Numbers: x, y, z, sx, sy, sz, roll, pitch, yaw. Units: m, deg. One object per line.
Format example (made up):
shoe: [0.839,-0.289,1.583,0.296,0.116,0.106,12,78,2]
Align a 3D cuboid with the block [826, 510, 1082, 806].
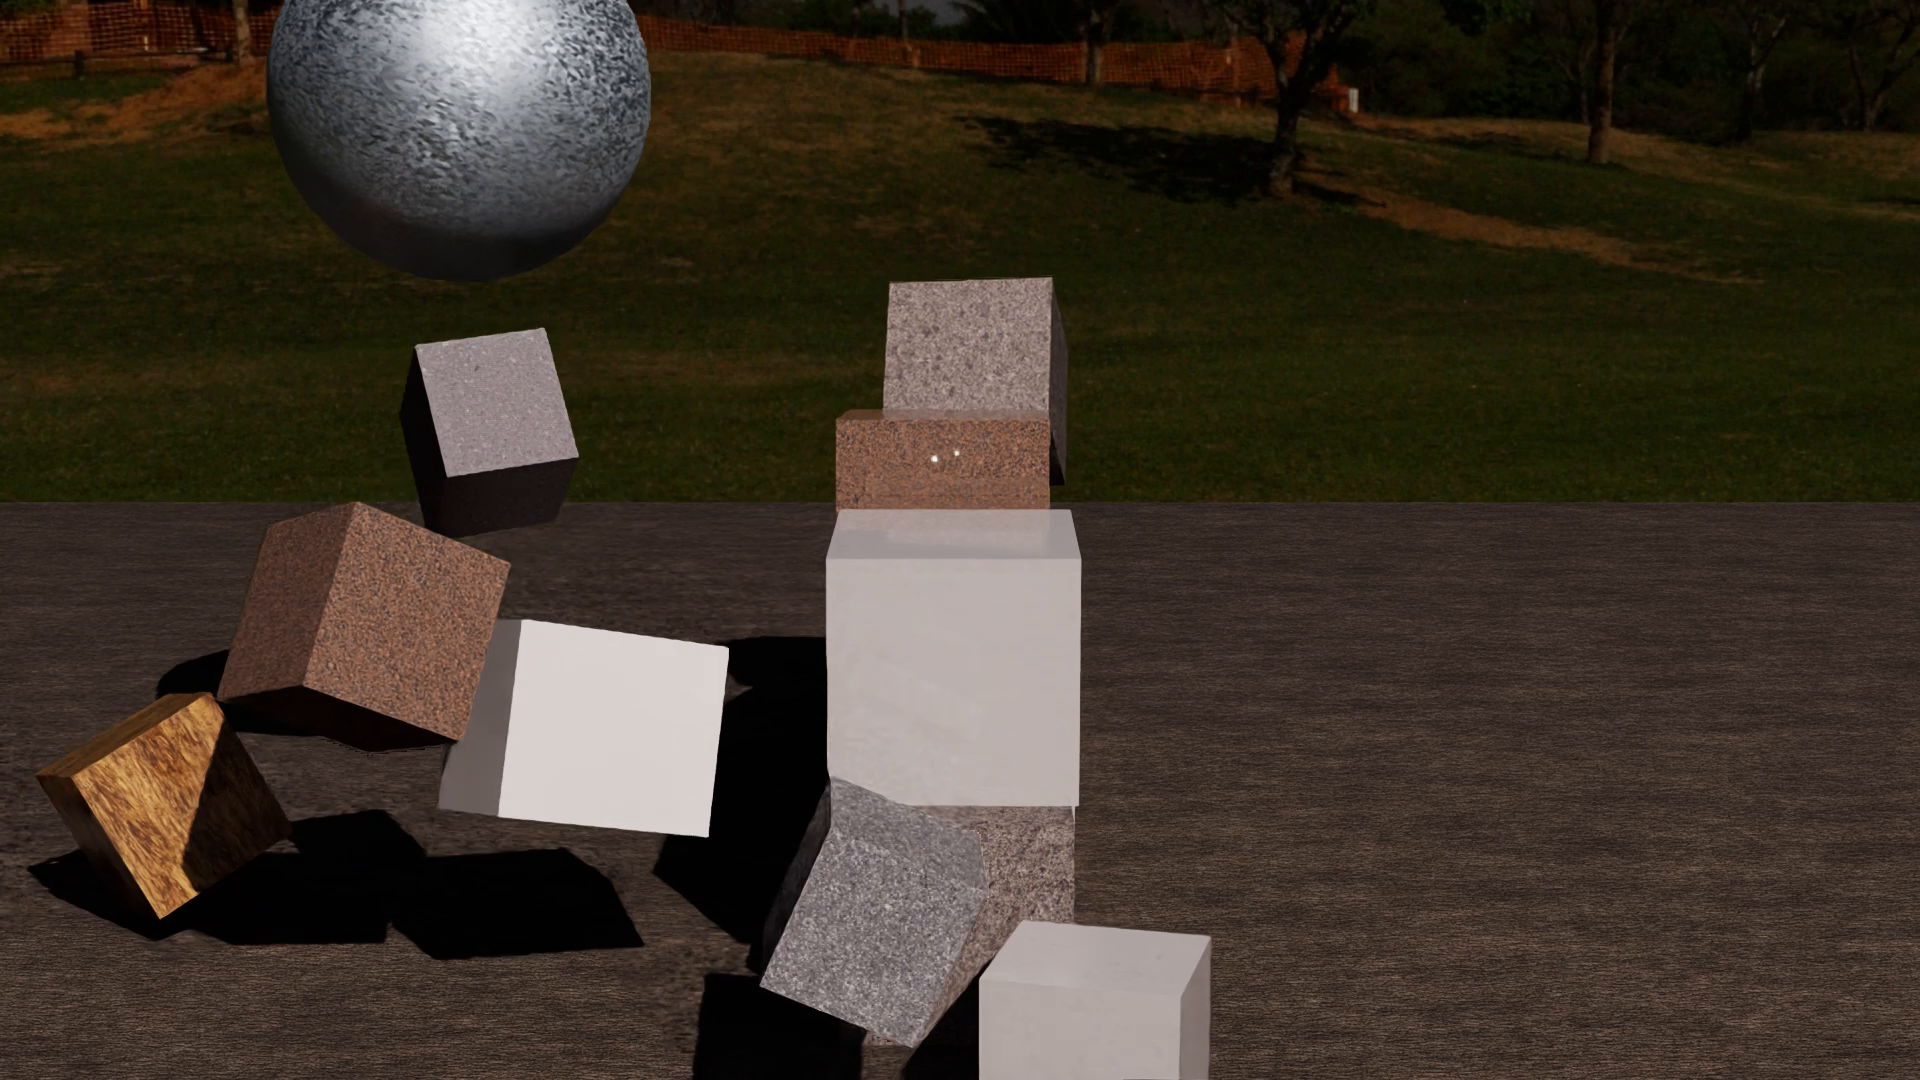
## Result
block: [-0.021,0.431,9.920,0.929,0.933,1.031,0,11,0]

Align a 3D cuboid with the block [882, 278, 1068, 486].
block: [0.096,-0.799,13.262,0.834,0.787,0.815,-1,-23,8]

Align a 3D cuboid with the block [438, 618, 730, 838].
block: [-1.439,0.718,9.788,0.833,0.720,0.679,10,-7,-29]

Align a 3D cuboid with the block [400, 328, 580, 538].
block: [-1.709,-0.375,9.261,0.468,0.514,0.585,-10,-19,-22]

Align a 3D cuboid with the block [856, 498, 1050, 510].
block: [-0.030,0.263,10.798,0.816,0.766,0.731,0,11,2]

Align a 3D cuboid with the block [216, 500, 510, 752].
block: [-2.163,0.331,9.297,0.638,0.680,0.715,25,-22,-35]

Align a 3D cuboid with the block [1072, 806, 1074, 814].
block: [-0.013,1.213,10.562,0.934,0.835,0.811,0,10,0]

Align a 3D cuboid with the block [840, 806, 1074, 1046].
block: [-0.013,1.364,9.738,0.853,0.831,0.850,0,10,0]

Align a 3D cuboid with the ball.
ball: [-2.106,-1.892,10.836,1.600,1.600,1.600,0,10,0]

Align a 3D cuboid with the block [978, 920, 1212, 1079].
block: [0.467,1.686,8.729,0.673,0.560,0.617,3,11,15]

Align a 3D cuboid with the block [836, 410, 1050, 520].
block: [-0.064,-0.040,11.630,0.929,1.058,0.909,0,6,1]

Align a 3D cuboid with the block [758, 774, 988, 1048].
block: [-0.296,1.235,8.610,0.553,0.584,0.601,23,9,-7]

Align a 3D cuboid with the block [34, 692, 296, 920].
block: [-3.322,1.097,10.708,0.643,0.679,0.675,-35,14,-29]
